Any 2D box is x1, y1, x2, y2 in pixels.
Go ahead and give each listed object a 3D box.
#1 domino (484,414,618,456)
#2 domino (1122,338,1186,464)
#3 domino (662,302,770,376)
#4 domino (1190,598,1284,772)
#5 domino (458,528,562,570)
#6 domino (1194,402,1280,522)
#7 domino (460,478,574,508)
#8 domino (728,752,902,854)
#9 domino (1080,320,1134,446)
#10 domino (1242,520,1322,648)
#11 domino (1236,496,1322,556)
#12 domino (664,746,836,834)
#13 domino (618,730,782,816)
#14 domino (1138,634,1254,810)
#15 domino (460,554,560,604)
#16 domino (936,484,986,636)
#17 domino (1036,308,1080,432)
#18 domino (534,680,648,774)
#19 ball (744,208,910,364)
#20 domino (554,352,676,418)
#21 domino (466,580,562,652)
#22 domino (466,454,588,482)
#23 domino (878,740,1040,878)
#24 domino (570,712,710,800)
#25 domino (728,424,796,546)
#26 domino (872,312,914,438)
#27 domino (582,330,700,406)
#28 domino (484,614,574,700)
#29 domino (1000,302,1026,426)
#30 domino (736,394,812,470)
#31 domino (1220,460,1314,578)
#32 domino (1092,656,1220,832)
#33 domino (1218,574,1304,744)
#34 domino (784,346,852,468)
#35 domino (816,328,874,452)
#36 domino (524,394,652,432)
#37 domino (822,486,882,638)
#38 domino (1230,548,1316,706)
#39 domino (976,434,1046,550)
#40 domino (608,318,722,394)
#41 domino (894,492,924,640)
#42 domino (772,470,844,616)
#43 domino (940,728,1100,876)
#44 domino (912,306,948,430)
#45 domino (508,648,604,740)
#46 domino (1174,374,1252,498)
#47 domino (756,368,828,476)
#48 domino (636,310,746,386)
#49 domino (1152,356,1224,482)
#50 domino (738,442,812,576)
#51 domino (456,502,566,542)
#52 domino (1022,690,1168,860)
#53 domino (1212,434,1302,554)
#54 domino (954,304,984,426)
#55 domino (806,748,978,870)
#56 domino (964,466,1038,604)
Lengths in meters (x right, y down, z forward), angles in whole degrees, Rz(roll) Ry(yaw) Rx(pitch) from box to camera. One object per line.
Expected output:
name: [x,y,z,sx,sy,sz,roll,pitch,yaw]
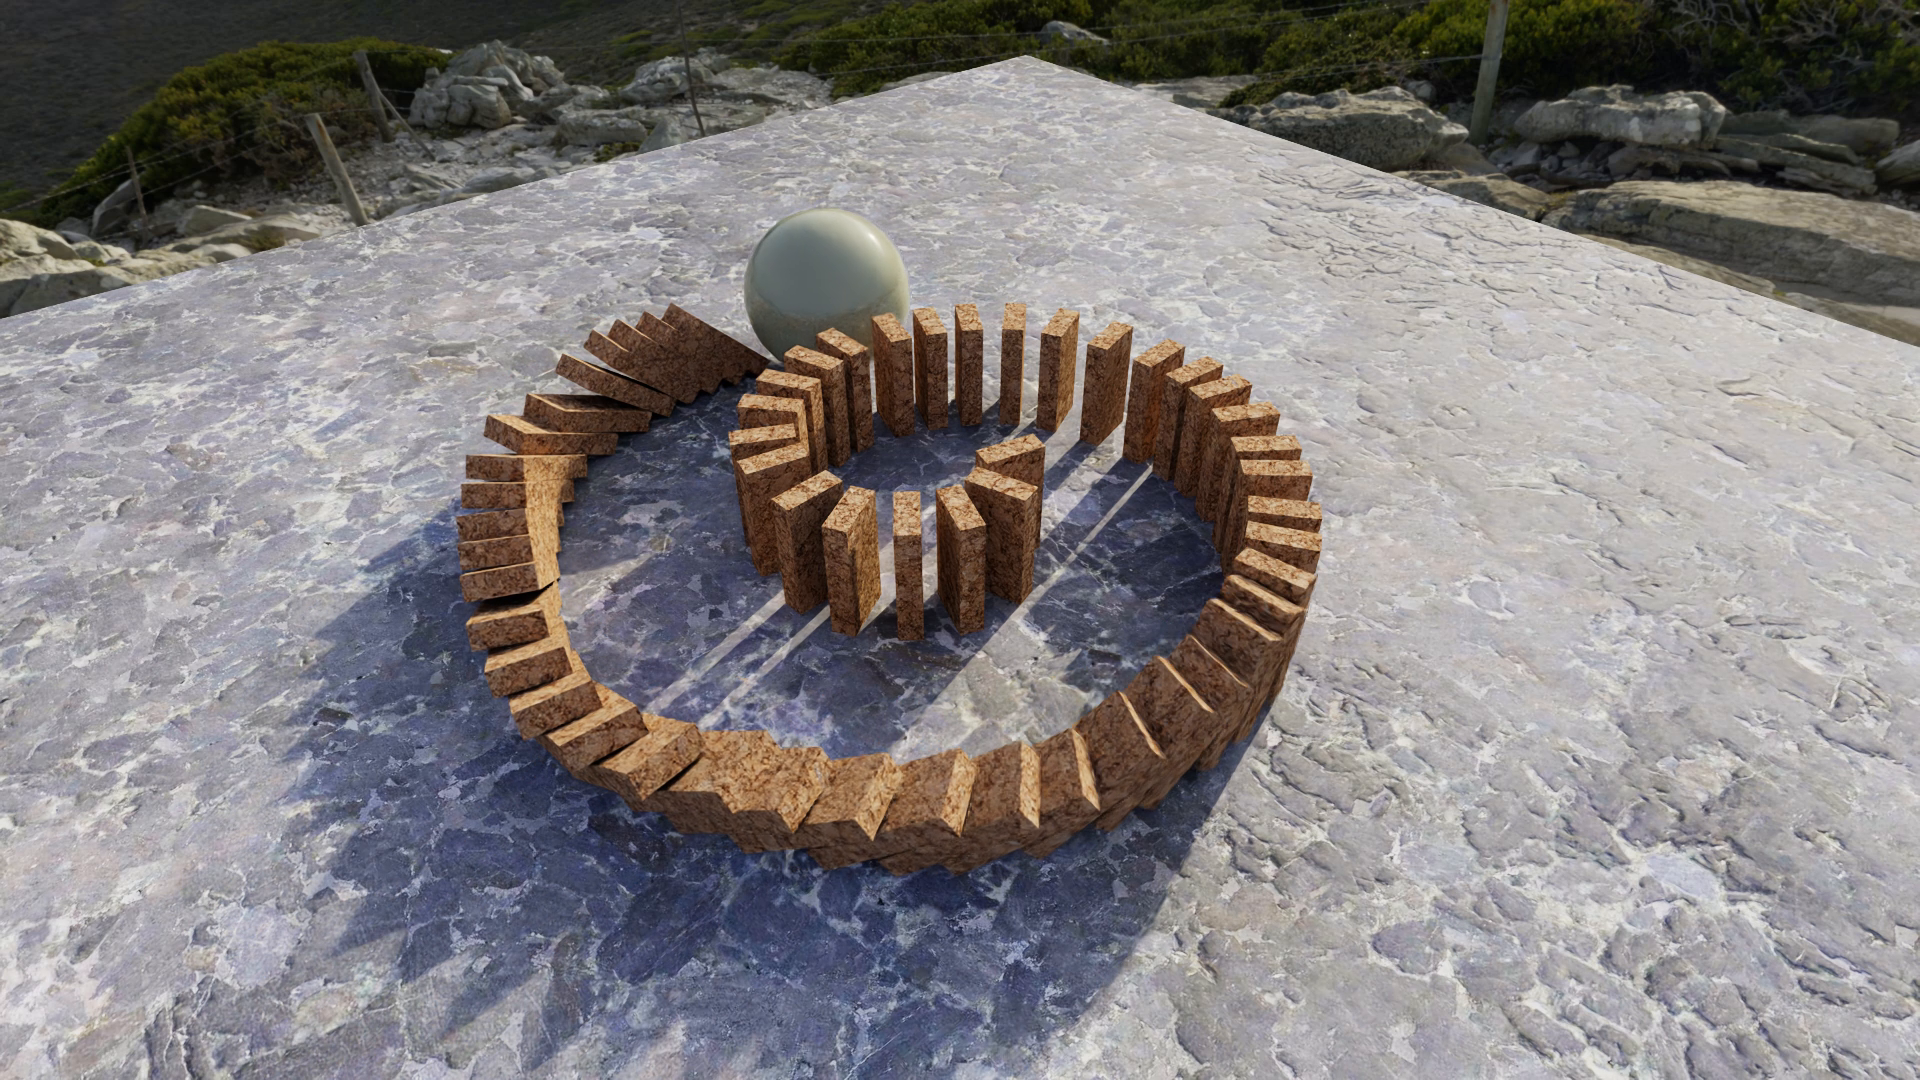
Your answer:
domino: [-0.178,-0.046,0.481,0.025,0.009,0.050,24,16,27]
domino: [0.085,-0.061,0.486,0.009,0.050,0.025,31,49,32]
domino: [-0.118,-0.097,0.536,0.025,0.050,0.009,33,94,34]
domino: [0.081,0.047,0.356,0.009,0.050,0.025,2,28,-47]
domino: [-0.170,0.003,0.419,0.025,0.010,0.050,-7,5,-8]
domino: [0.113,-0.031,0.450,0.025,0.050,0.009,-8,40,-10]
domino: [-0.178,-0.019,0.446,0.025,0.010,0.050,0,5,1]
domino: [-0.044,0.079,0.329,0.050,0.010,0.025,-15,30,32]
domino: [0.066,-0.071,0.498,0.009,0.050,0.025,23,45,26]
domino: [0.110,0.018,0.390,0.025,0.050,0.009,11,41,14]
domino: [0.114,0.008,0.402,0.025,0.050,0.010,6,40,8]
domino: [-0.064,0.076,0.332,0.050,0.009,0.025,-11,29,36]
domino: [-0.080,0.071,0.337,0.050,0.010,0.025,-9,30,38]
domino: [0.066,0.057,0.347,0.009,0.050,0.025,24,18,-45]
domino: [-0.165,0.013,0.406,0.025,0.009,0.050,-10,5,-11]
domino: [0.000,0.008,0.402,0.010,0.050,0.025,-13,41,-16]
domino: [0.045,-0.078,0.507,0.010,0.050,0.025,15,42,18]
domino: [-0.121,0.059,0.353,0.025,0.010,0.050,-28,17,-29]
ball: [-0.065,-0.120,0.534,0.080,0.080,0.080,0,39,0]
domino: [-0.157,-0.071,0.506,0.025,0.010,0.050,26,5,28]
domino: [-0.158,0.026,0.394,0.025,0.009,0.050,-11,13,-13]
domino: [-0.180,-0.031,0.459,0.025,0.010,0.050,3,6,9]
domino: [0.000,0.079,0.325,0.050,0.010,0.025,-26,35,25]
domino: [-0.103,0.066,0.344,0.050,0.010,0.025,-2,27,48]
domino: [-0.076,-0.021,0.437,0.025,0.050,0.009,-8,40,-10]
domino: [-0.030,-0.075,0.503,0.009,0.050,0.025,-16,42,-18]
domino: [-0.149,-0.080,0.516,0.025,0.050,0.010,33,94,34]
domino: [-0.147,0.039,0.377,0.025,0.009,0.050,-19,14,-17]
domino: [0.025,-0.081,0.511,0.010,0.050,0.025,4,39,4]
domino: [-0.076,-0.035,0.455,0.025,0.050,0.010,6,40,8]
domino: [0.116,-0.007,0.420,0.025,0.050,0.009,1,39,1]
domino: [0.054,0.063,0.340,0.010,0.050,0.025,27,17,-44]
domino: [0.092,0.039,0.364,0.025,0.050,0.009,33,28,34]
domino: [-0.062,-0.058,0.482,0.025,0.050,0.009,21,44,24]
domino: [-0.051,-0.067,0.493,0.009,0.050,0.025,-30,48,-32]
domino: [-0.167,-0.057,0.496,0.025,0.009,0.050,24,17,26]
domino: [-0.039,0.008,0.401,0.009,0.050,0.025,13,41,15]
domino: [0.102,0.030,0.374,0.025,0.050,0.009,25,38,28]
domino: [0.019,-0.015,0.430,0.025,0.050,0.009,-18,43,-21]
domino: [-0.140,-0.087,0.523,0.025,0.050,0.009,33,94,36]
domino: [-0.018,0.010,0.399,0.009,0.050,0.025,-1,39,-2]
domino: [-0.055,0.001,0.410,0.025,0.050,0.009,-32,49,-33]
domino: [0.016,0.078,0.327,0.050,0.009,0.025,-30,35,20]
domino: [-0.013,-0.079,0.508,0.009,0.050,0.025,-10,40,-12]
domino: [-0.135,0.050,0.363,0.025,0.010,0.050,-23,16,-21]
domino: [0.106,-0.043,0.465,0.025,0.050,0.009,-18,42,-20]
domino: [-0.071,-0.047,0.469,0.025,0.050,0.009,13,41,15]
domino: [-0.129,-0.092,0.530,0.025,0.050,0.009,33,94,34]
domino: [0.098,-0.052,0.475,0.025,0.050,0.010,-26,46,-28]
domino: [-0.069,-0.011,0.425,0.025,0.050,0.010,-19,43,-22]
domino: [-0.175,-0.007,0.430,0.025,0.009,0.050,-7,5,-5]
domino: [0.036,0.071,0.333,0.050,0.010,0.025,-41,41,13]
domino: [0.116,-0.017,0.433,0.025,0.050,0.010,-3,39,-3]
domino: [0.004,-0.081,0.511,0.010,0.050,0.025,-5,40,-6]
domino: [-0.020,0.080,0.325,0.050,0.009,0.025,-22,30,29]
domino: [0.015,-0.001,0.413,0.025,0.050,0.009,20,44,23]
